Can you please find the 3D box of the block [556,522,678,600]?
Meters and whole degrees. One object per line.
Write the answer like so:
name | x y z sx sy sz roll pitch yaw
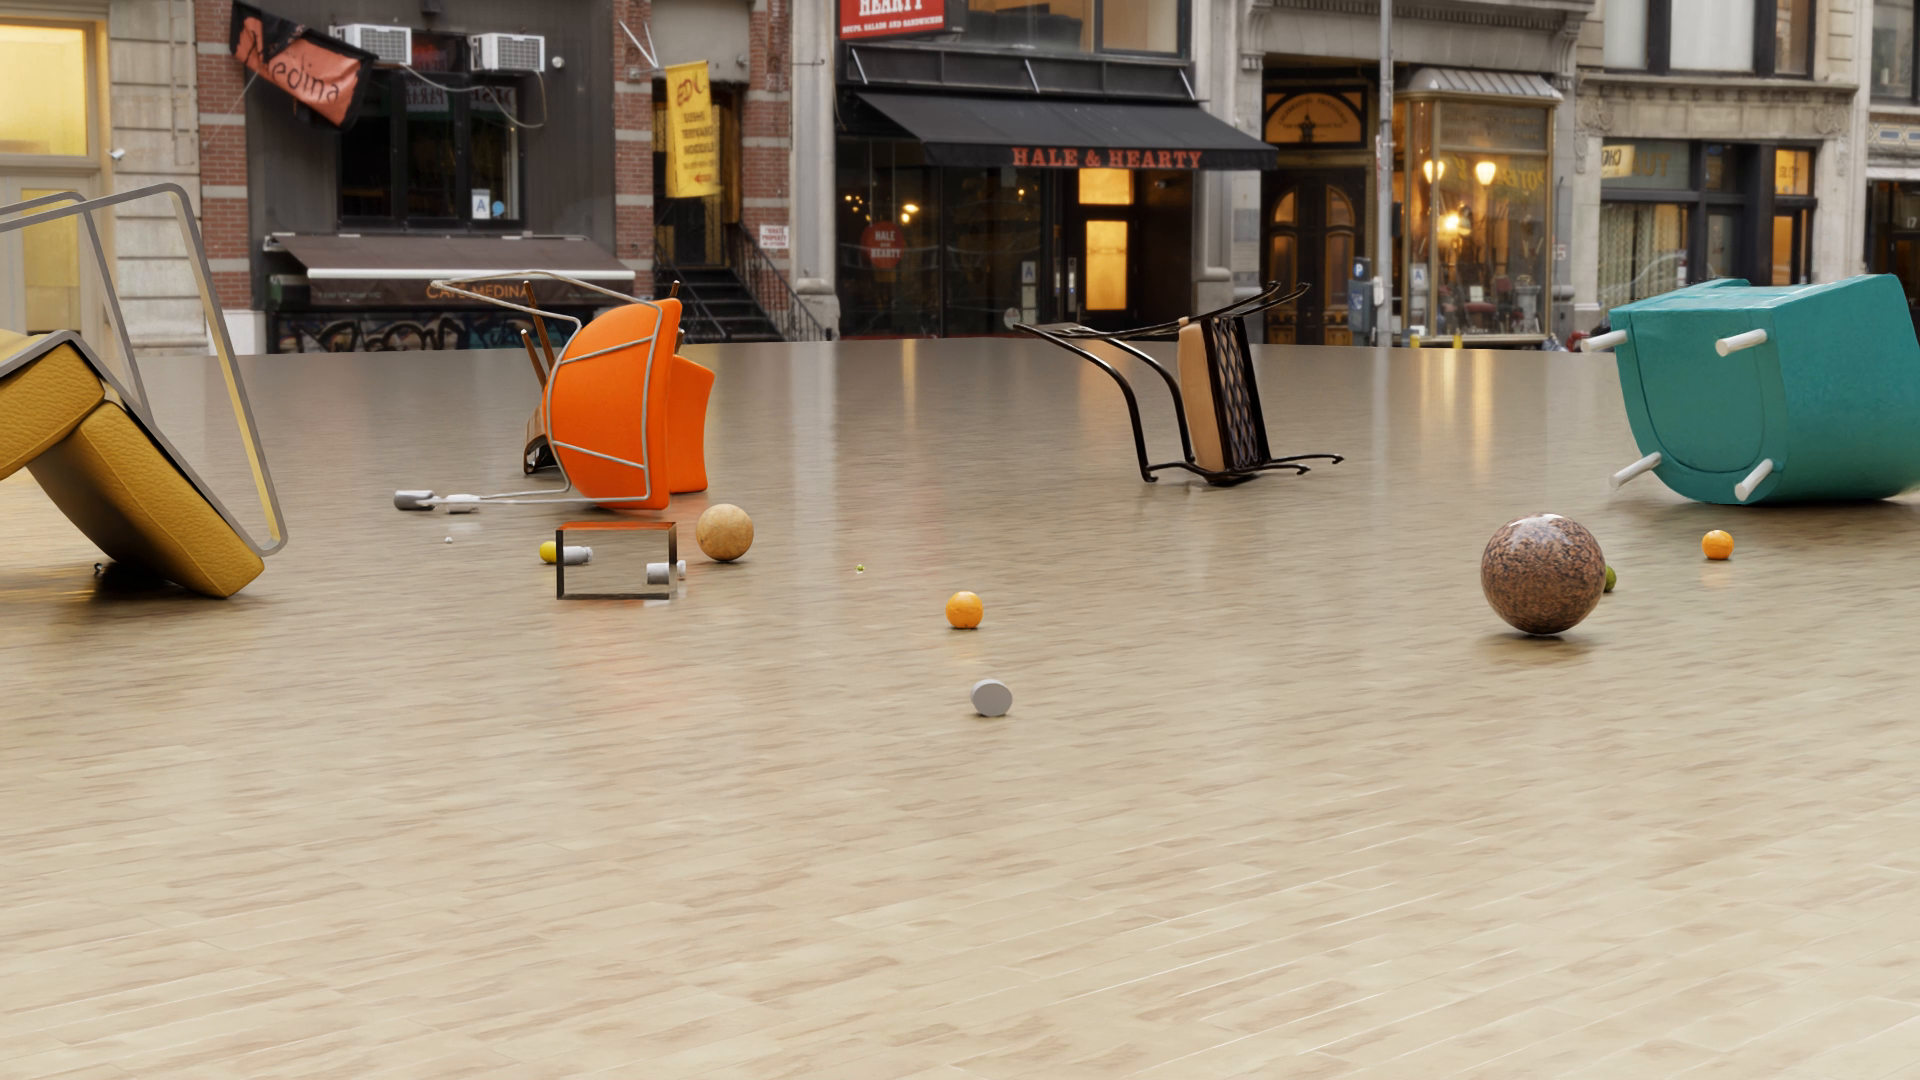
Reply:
block | -0.708 0.042 5.306 0.229 0.143 0.174 0 6 -1

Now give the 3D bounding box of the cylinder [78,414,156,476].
cylinder | -2.802 -0.317 8.517 0.211 0.199 0.190 14 -2 -31

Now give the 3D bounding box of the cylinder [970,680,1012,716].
cylinder | 0.047 0.237 3.860 0.060 0.051 0.037 4 5 -6

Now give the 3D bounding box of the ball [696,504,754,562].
ball | -0.543 -0.017 5.925 0.134 0.134 0.134 0 6 0

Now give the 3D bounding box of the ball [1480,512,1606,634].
ball | 1.071 0.061 4.716 0.227 0.227 0.227 0 6 0
